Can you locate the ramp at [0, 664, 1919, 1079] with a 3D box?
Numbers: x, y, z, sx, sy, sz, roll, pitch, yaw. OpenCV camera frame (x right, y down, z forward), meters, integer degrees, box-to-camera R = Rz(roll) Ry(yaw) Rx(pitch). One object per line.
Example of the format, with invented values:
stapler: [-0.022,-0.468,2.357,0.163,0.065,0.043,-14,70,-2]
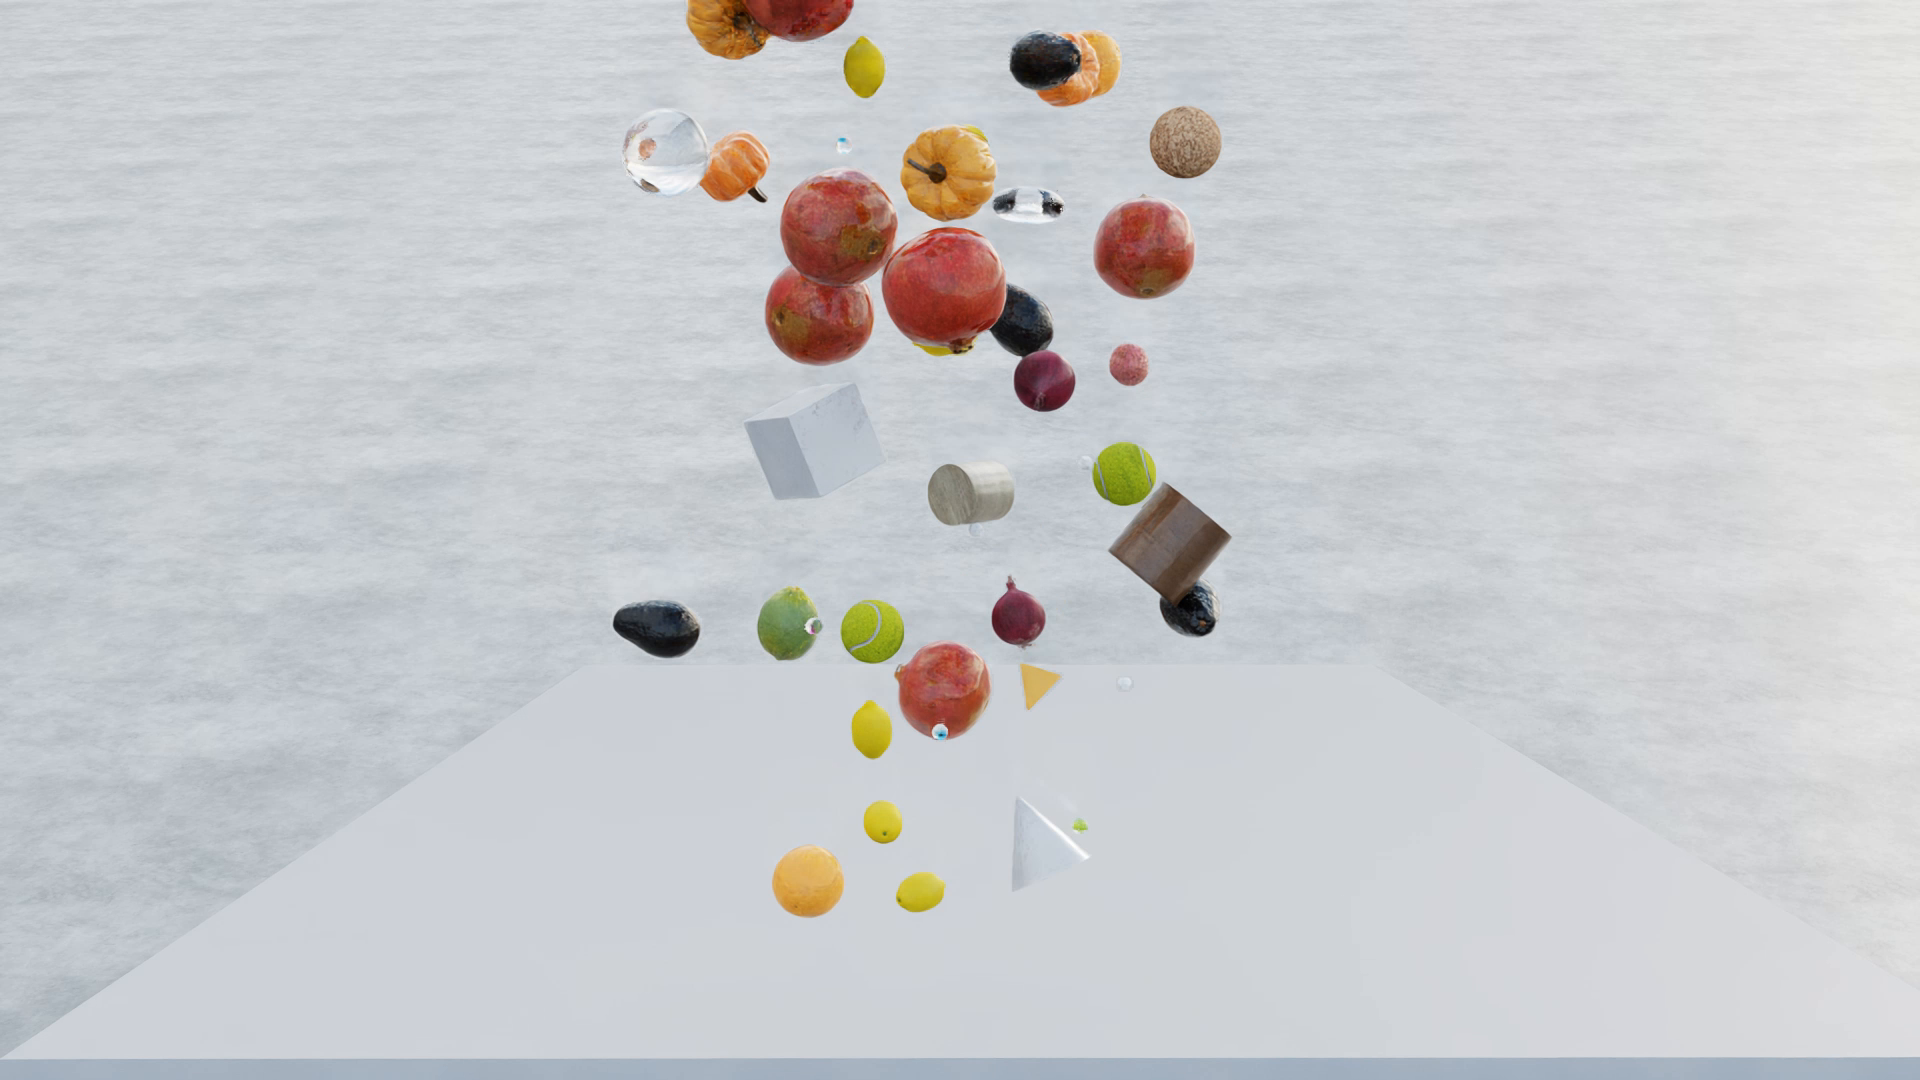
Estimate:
ramp: [0.051,0.464,4.534,2.000,0.100,4.000,0,3,0]

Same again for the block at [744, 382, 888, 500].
block: [-0.153,-0.104,2.719,0.092,0.092,0.092,-30,16,-32]

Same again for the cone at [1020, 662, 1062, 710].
cone: [0.084,0.170,2.907,0.050,0.050,0.050,18,-4,1]

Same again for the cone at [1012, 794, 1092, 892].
cone: [0.074,0.296,2.600,0.089,0.089,0.089,-24,-4,-2]

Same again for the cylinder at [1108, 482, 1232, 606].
cylinder: [0.206,0.004,2.525,0.088,0.088,0.088,39,2,-2]

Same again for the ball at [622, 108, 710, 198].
ball: [-0.270,-0.356,2.366,0.081,0.081,0.081,0,22,0]

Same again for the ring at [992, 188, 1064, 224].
ring: [0.074,-0.362,2.780,0.078,0.026,0.078,4,-7,0]

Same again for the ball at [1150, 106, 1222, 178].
ball: [0.209,-0.369,2.388,0.067,0.067,0.067,0,22,0]
